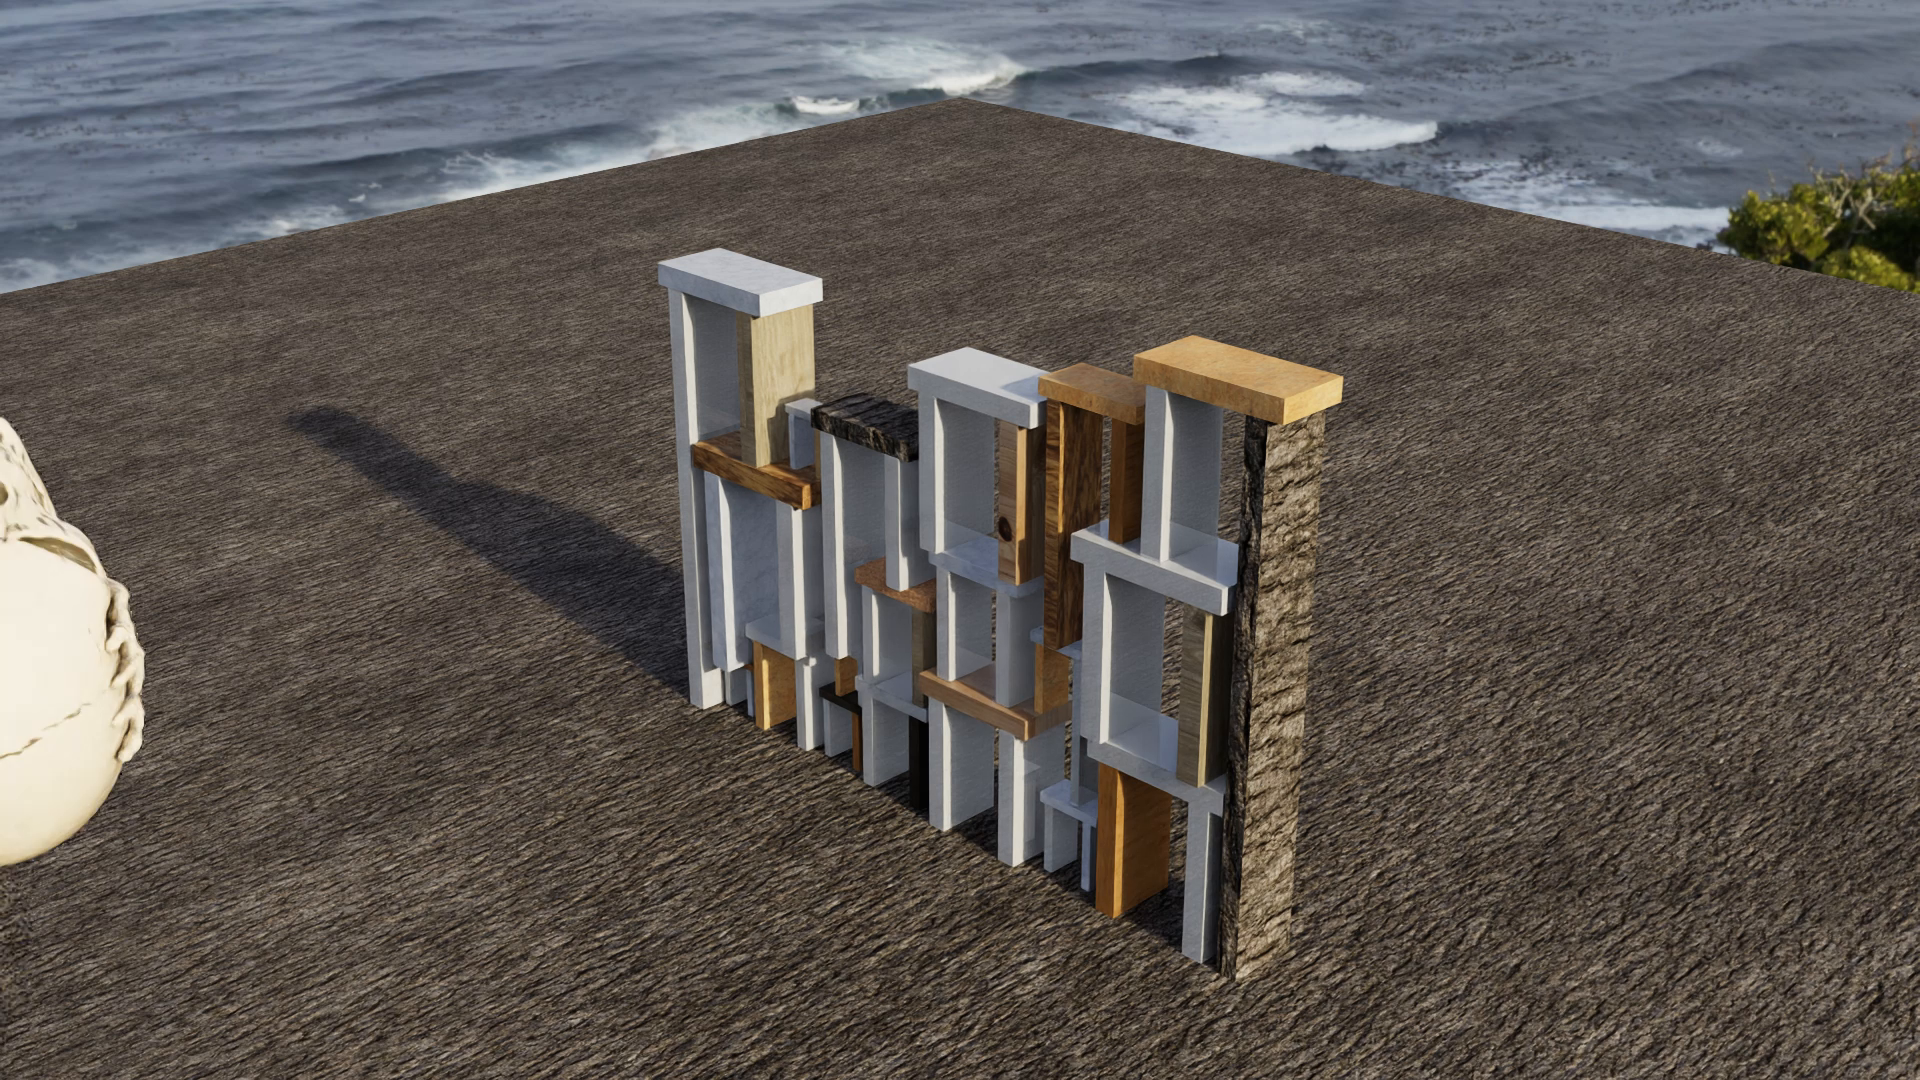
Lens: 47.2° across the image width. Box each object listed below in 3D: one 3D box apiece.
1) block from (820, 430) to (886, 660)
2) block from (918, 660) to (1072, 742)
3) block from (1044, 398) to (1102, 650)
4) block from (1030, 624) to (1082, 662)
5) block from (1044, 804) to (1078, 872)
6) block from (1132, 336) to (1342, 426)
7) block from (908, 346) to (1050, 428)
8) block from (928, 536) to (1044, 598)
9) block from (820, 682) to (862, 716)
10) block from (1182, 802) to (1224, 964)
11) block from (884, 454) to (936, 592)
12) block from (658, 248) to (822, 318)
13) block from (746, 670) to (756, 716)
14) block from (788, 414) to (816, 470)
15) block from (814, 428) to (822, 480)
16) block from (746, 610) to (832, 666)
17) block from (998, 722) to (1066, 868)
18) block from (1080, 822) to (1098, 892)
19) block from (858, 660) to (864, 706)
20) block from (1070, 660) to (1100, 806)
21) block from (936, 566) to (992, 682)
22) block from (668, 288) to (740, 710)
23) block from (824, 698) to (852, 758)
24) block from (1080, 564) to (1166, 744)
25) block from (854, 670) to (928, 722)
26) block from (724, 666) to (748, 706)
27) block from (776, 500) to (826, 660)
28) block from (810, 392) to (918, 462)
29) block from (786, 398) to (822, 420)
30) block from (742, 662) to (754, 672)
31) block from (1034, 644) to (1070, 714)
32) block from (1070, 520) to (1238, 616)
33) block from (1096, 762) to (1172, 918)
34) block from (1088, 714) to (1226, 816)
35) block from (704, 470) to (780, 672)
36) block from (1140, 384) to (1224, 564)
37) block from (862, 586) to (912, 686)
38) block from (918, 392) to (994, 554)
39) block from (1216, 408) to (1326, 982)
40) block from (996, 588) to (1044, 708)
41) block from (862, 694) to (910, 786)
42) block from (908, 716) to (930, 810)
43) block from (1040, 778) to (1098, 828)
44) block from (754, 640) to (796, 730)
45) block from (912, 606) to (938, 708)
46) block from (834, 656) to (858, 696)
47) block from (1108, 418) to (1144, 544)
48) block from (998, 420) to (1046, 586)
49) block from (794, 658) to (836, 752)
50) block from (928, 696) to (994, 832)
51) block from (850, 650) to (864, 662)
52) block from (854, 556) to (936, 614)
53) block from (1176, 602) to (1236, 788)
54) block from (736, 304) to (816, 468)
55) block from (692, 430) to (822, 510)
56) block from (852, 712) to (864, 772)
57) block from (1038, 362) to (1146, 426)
[{"bbox_3d":[-0.213,-0.005,4.451,0.039,0.488,0.139,21,31,41],"label":"block"},{"bbox_3d":[0.071,0.300,4.267,0.287,0.041,0.144,21,31,41],"label":"block"},{"bbox_3d":[0.204,-0.040,3.979,0.113,0.483,0.032,-21,31,-40],"label":"block"},{"bbox_3d":[0.207,0.188,4.086,0.072,0.020,0.143,-21,31,-40],"label":"block"},{"bbox_3d":[0.195,0.563,4.248,0.021,0.145,0.072,21,31,41],"label":"block"},{"bbox_3d":[0.454,-0.266,3.618,0.311,0.044,0.156,21,31,40],"label":"block"},{"bbox_3d":[0.069,-0.282,4.035,0.157,0.044,0.314,-21,31,-40],"label":"block"},{"bbox_3d":[0.065,0.045,4.170,0.236,0.033,0.118,21,31,41],"label":"block"},{"bbox_3d":[-0.226,0.330,4.615,0.134,0.019,0.067,21,31,41],"label":"block"},{"bbox_3d":[0.474,0.591,3.966,0.045,0.315,0.157,21,31,41],"label":"block"},{"bbox_3d":[-0.082,-0.051,4.289,0.039,0.277,0.139,21,31,41],"label":"block"},{"bbox_3d":[-0.451,-0.528,4.488,0.163,0.046,0.327,-21,31,-40],"label":"block"},{"bbox_3d":[-0.442,0.328,4.844,0.016,0.113,0.056,21,31,41],"label":"block"},{"bbox_3d":[-0.320,-0.207,4.478,0.058,0.117,0.017,-20,30,-39],"label":"block"},{"bbox_3d":[-0.264,-0.186,4.427,0.059,0.117,0.017,-21,30,-40],"label":"block"},{"bbox_3d":[-0.352,0.209,4.700,0.207,0.029,0.103,21,31,40],"label":"block"},{"bbox_3d":[0.139,0.477,4.269,0.041,0.287,0.144,21,31,41],"label":"block"},{"bbox_3d":[0.264,0.590,4.185,0.021,0.145,0.072,21,31,41],"label":"block"},{"bbox_3d":[-0.188,0.290,4.553,0.015,0.104,0.052,21,31,41],"label":"block"},{"bbox_3d":[0.241,0.351,4.119,0.072,0.305,0.020,-21,31,-41],"label":"block"},{"bbox_3d":[0.009,0.147,4.273,0.118,0.236,0.033,-21,31,-41],"label":"block"},{"bbox_3d":[-0.527,-0.095,4.756,0.046,0.960,0.163,21,31,41],"label":"block"},{"bbox_3d":[-0.257,0.388,4.674,0.019,0.134,0.067,21,31,41],"label":"block"},{"bbox_3d":[0.296,0.182,3.975,0.170,0.340,0.048,-21,31,-41],"label":"block"},{"bbox_3d":[-0.105,0.307,4.467,0.208,0.029,0.104,21,31,41],"label":"block"},{"bbox_3d":[-0.495,0.307,4.893,0.016,0.112,0.056,21,31,40],"label":"block"},{"bbox_3d":[-0.295,0.059,4.571,0.174,0.347,0.049,-21,31,-40],"label":"block"},{"bbox_3d":[-0.147,-0.222,4.288,0.277,0.039,0.139,21,31,41],"label":"block"},{"bbox_3d":[-0.292,-0.258,4.428,0.058,0.017,0.117,-21,30,-40],"label":"block"},{"bbox_3d":[-0.469,0.258,4.843,0.056,0.016,0.112,-21,31,-40],"label":"block"},{"bbox_3d":[0.174,0.250,4.149,0.020,0.143,0.072,21,31,41],"label":"block"},{"bbox_3d":[0.375,0.035,3.825,0.170,0.048,0.340,-21,31,-41],"label":"block"},{"bbox_3d":[0.325,0.533,4.102,0.045,0.315,0.158,21,31,41],"label":"block"},{"bbox_3d":[0.399,0.396,3.964,0.315,0.045,0.157,21,31,41],"label":"block"},{"bbox_3d":[-0.459,0.046,4.741,0.049,0.455,0.174,21,31,41],"label":"block"},{"bbox_3d":[0.380,-0.131,3.755,0.044,0.311,0.156,21,31,40],"label":"block"},{"bbox_3d":[-0.147,0.178,4.459,0.030,0.215,0.108,21,31,41],"label":"block"},{"bbox_3d":[-0.006,-0.145,4.173,0.157,0.314,0.044,-21,31,-40],"label":"block"},{"bbox_3d":[0.529,0.271,3.767,0.044,1.059,0.156,21,31,41],"label":"block"},{"bbox_3d":[0.121,0.190,4.171,0.033,0.236,0.118,21,31,40],"label":"block"},{"bbox_3d":[-0.154,0.397,4.558,0.029,0.208,0.104,21,31,41],"label":"block"},{"bbox_3d":[-0.055,0.436,4.468,0.029,0.208,0.104,21,31,41],"label":"block"},{"bbox_3d":[0.230,0.500,4.184,0.072,0.021,0.145,-21,31,-41],"label":"block"},{"bbox_3d":[-0.398,0.300,4.789,0.103,0.207,0.029,-21,31,-41],"label":"block"},{"bbox_3d":[-0.046,0.217,4.366,0.030,0.215,0.108,21,31,41],"label":"block"},{"bbox_3d":[-0.237,0.270,4.598,0.015,0.104,0.052,21,31,41],"label":"block"},{"bbox_3d":[0.311,-0.116,3.831,0.113,0.226,0.032,-21,31,-41],"label":"block"},{"bbox_3d":[0.142,-0.088,4.037,0.157,0.314,0.044,-21,31,-40],"label":"block"},{"bbox_3d":[-0.301,0.338,4.700,0.103,0.207,0.029,-21,31,-41],"label":"block"},{"bbox_3d":[0.004,0.424,4.393,0.041,0.287,0.144,21,31,41],"label":"block"},{"bbox_3d":[-0.212,0.225,4.552,0.104,0.015,0.052,21,31,41],"label":"block"},{"bbox_3d":[-0.097,0.084,4.365,0.108,0.030,0.215,-21,31,-41],"label":"block"},{"bbox_3d":[0.456,0.245,3.828,0.048,0.340,0.170,21,31,41],"label":"block"},{"bbox_3d":[-0.374,-0.326,4.490,0.046,0.327,0.163,21,31,41],"label":"block"},{"bbox_3d":[-0.377,-0.155,4.567,0.347,0.049,0.174,21,31,41],"label":"block"},{"bbox_3d":[-0.194,0.413,4.616,0.019,0.134,0.067,21,31,41],"label":"block"},{"bbox_3d":[0.257,-0.256,3.829,0.226,0.032,0.113,21,31,41],"label":"block"}]
